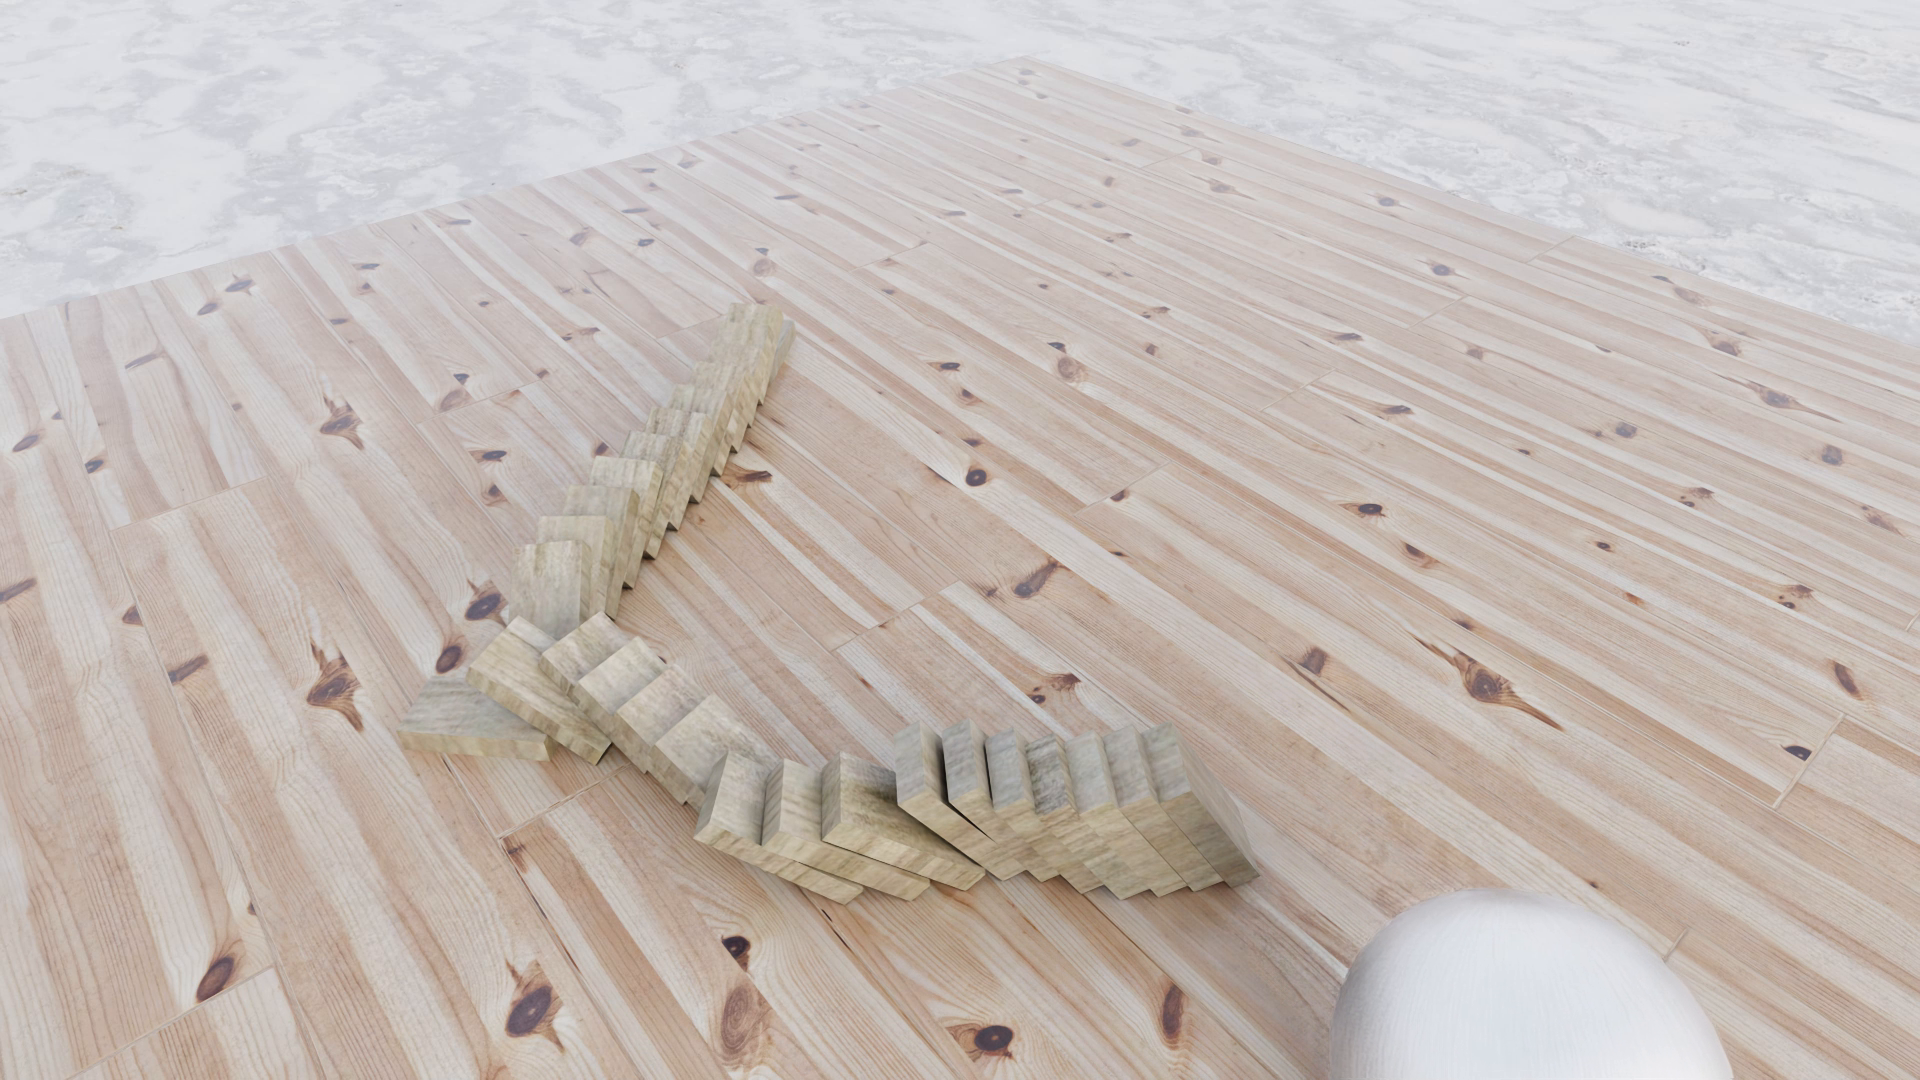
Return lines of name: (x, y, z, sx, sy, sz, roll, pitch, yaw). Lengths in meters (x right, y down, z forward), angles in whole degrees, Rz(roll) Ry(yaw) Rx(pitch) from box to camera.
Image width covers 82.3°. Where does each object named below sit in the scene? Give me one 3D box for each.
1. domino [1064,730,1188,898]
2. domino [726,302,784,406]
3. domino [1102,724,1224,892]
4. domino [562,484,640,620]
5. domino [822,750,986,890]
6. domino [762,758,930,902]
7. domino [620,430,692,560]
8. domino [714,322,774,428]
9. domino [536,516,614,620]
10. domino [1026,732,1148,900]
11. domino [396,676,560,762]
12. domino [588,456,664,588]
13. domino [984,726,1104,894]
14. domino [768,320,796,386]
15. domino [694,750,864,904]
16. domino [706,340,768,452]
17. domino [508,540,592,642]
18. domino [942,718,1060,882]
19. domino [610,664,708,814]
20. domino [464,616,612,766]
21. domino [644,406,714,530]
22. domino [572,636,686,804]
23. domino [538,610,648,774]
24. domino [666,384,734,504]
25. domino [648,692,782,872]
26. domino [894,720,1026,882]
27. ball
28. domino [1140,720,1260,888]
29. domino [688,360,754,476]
domino: (0.048, 0.079, 0.317, 0.010, 0.050, 0.025, -28, 37, 16)
domino: (-0.104, -0.091, 0.536, 0.025, 0.009, 0.050, 6, 69, 7)
domino: (0.059, 0.078, 0.318, 0.010, 0.050, 0.025, -28, 36, 17)
domino: (-0.140, 0.004, 0.419, 0.025, 0.009, 0.050, 4, 70, 5)
domino: (-0.016, 0.082, 0.321, 0.050, 0.010, 0.025, 28, 31, -26)
domino: (-0.032, 0.084, 0.319, 0.050, 0.010, 0.025, 28, 32, -25)
domino: (-0.130, -0.019, 0.448, 0.025, 0.010, 0.050, 9, 70, 11)
domino: (-0.107, -0.079, 0.521, 0.025, 0.009, 0.050, 6, 69, 8)
domino: (-0.144, 0.016, 0.404, 0.025, 0.009, 0.050, -1, 70, 2)
domino: (0.037, 0.080, 0.316, 0.010, 0.050, 0.025, -28, 37, 16)
domino: (-0.159, 0.060, 0.370, 0.050, 0.009, 0.025, 4, 39, 4)
domino: (-0.136, -0.007, 0.433, 0.025, 0.009, 0.050, 6, 71, 8)
domino: (0.025, 0.078, 0.318, 0.010, 0.050, 0.025, -28, 37, 16)
domino: (-0.103, -0.097, 0.561, 0.025, 0.010, 0.050, 5, 40, 6)
domino: (-0.050, 0.084, 0.319, 0.050, 0.010, 0.025, 31, 35, -21)
domino: (-0.108, -0.066, 0.506, 0.025, 0.010, 0.050, 9, 70, 11)
domino: (-0.146, 0.026, 0.390, 0.025, 0.010, 0.050, -5, 70, 0)
domino: (0.013, 0.076, 0.321, 0.010, 0.050, 0.025, -30, 36, 17)
domino: (-0.082, 0.065, 0.344, 0.050, 0.010, 0.025, 45, 50, 3)
domino: (-0.134, 0.050, 0.364, 0.050, 0.010, 0.025, 35, 43, -6)
domino: (-0.124, -0.030, 0.462, 0.025, 0.009, 0.050, 9, 70, 11)
domino: (-0.097, 0.058, 0.354, 0.050, 0.009, 0.025, 45, 49, 3)
domino: (-0.111, 0.050, 0.363, 0.050, 0.009, 0.025, 44, 49, 3)
domino: (-0.118, -0.042, 0.476, 0.025, 0.010, 0.050, 10, 70, 11)
domino: (-0.067, 0.073, 0.335, 0.050, 0.010, 0.025, 44, 50, 3)
domino: (0.001, 0.077, 0.321, 0.009, 0.050, 0.025, -33, 36, 19)
ball: (0.124, 0.119, 0.243, 0.080, 0.080, 0.080, 0, 39, 0)
domino: (0.070, 0.077, 0.319, 0.010, 0.050, 0.025, -28, 36, 17)
domino: (-0.112, -0.055, 0.491, 0.025, 0.010, 0.050, 10, 70, 11)
